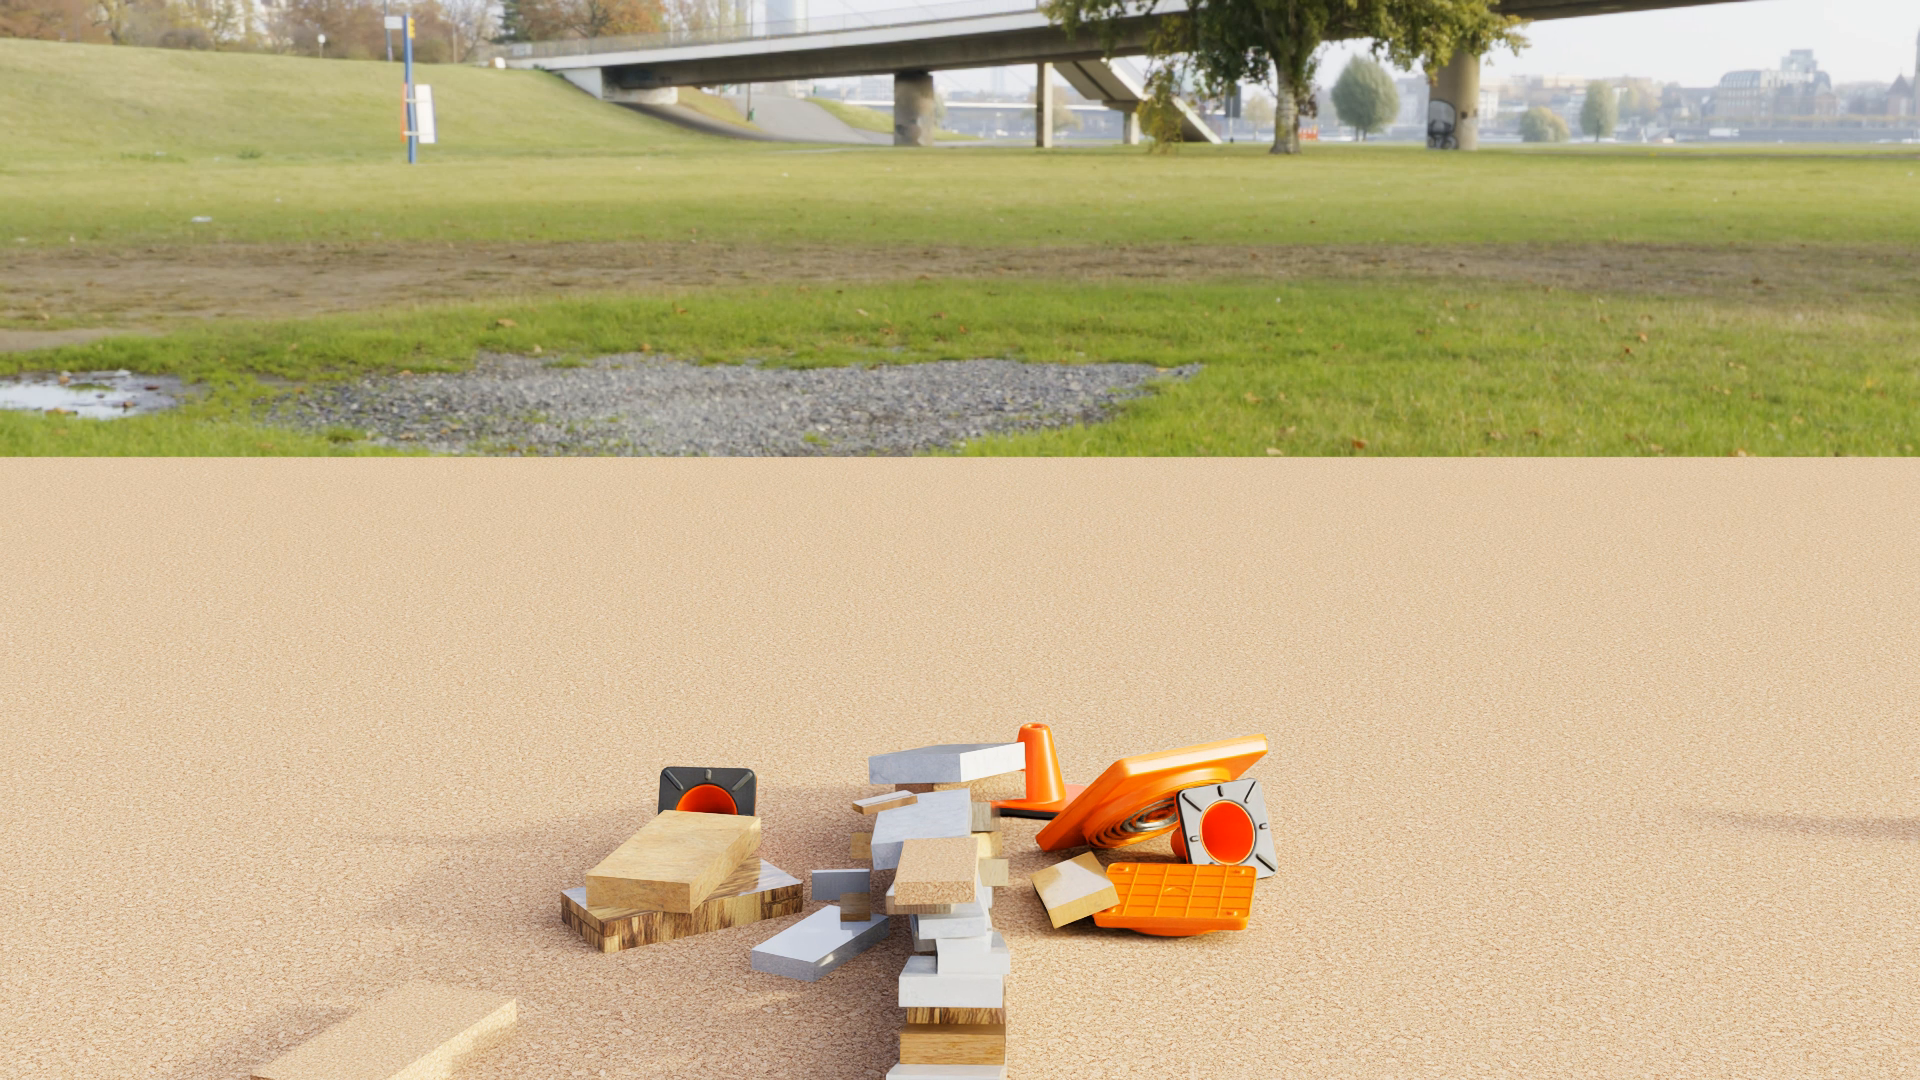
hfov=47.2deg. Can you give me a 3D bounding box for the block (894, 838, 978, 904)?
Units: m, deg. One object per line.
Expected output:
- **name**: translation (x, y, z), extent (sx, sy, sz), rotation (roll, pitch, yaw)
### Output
- **block**: translation (-0.031, 0.480, 3.201), extent (0.112, 0.032, 0.298), rotation (-2, 4, 2)

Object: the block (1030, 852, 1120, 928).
- **block**: translation (0.184, 0.566, 3.568), extent (0.112, 0.032, 0.223), rotation (-20, 7, -3)

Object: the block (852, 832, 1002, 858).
- **block**: translation (-0.052, 0.513, 3.702), extent (0.146, 0.041, 0.293), rotation (-4, -8, 23)

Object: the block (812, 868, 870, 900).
- **block**: translation (-0.197, 0.571, 3.642), extent (0.095, 0.048, 0.014), rotation (-1, 11, -3)

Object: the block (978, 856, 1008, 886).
- **block**: translation (-0.001, 0.539, 3.587), extent (0.146, 0.041, 0.292), rotation (0, -7, -1)

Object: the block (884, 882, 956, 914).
- **block**: translation (-0.049, 0.509, 3.203), extent (0.095, 0.027, 0.189), rotation (-1, 4, 7)

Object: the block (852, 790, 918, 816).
- **block**: translation (-0.122, 0.427, 3.578), extent (0.095, 0.014, 0.048), rotation (-10, 8, -24)

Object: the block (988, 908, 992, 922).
- **block**: translation (-0.008, 0.592, 3.410), extent (0.113, 0.032, 0.227), rotation (0, -5, 0)

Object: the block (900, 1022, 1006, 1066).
- **block**: translation (-0.006, 0.667, 2.936), extent (0.133, 0.038, 0.266), rotation (0, -7, 2)

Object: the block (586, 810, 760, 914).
- **block**: translation (-0.466, 0.525, 3.616), extent (0.174, 0.049, 0.347), rotation (2, 11, 13)

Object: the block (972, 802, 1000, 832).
- **block**: translation (-0.022, 0.483, 3.822), extent (0.169, 0.048, 0.338), rotation (-1, -8, 4)

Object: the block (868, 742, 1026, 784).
- **block**: translation (-0.019, 0.396, 3.908), extent (0.169, 0.048, 0.338), rotation (-4, -3, 20)

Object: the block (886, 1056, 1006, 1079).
- **block**: translation (-0.014, 0.688, 2.799), extent (0.137, 0.039, 0.275), rotation (0, -8, 3)

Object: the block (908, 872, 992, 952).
- **block**: translation (-0.021, 0.545, 3.312), extent (0.113, 0.032, 0.227), rotation (-3, 20, -6)

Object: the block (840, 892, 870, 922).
- **block**: translation (-0.166, 0.583, 3.495), extent (0.048, 0.014, 0.095), rotation (-1, 11, -3)

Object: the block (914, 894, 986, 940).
- **block**: translation (-0.018, 0.537, 3.170), extent (0.095, 0.027, 0.189), rotation (-2, 4, -4)

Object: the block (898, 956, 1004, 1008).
- **block**: translation (-0.008, 0.594, 2.965), extent (0.133, 0.038, 0.266), rotation (0, -5, 2)

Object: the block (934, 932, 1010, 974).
- **block**: translation (0.015, 0.567, 3.031), extent (0.094, 0.027, 0.314), rotation (1, -5, -1)

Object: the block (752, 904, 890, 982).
- **block**: translation (-0.214, 0.623, 3.405), extent (0.112, 0.032, 0.223), rotation (6, 12, 28)

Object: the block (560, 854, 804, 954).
- **block**: translation (-0.449, 0.585, 3.560), extent (0.347, 0.049, 0.174), rotation (-7, 12, -32)

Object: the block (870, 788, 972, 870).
- **block**: translation (-0.058, 0.458, 3.498), extent (0.146, 0.041, 0.292), rotation (-6, 7, 2)

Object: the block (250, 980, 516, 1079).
- **block**: translation (-0.773, 0.693, 2.978), extent (0.174, 0.049, 0.347), rotation (4, 11, 22)

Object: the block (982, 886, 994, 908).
- **block**: translation (-0.005, 0.565, 3.498), extent (0.113, 0.032, 0.227), rotation (-1, -7, 2)

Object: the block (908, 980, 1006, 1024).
- **block**: translation (-0.003, 0.643, 3.091), extent (0.133, 0.038, 0.266), rotation (0, -5, 1)

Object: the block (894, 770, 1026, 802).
- **block**: translation (-0.004, 0.451, 4.073), extent (0.169, 0.048, 0.337), rotation (-2, -3, -14)
